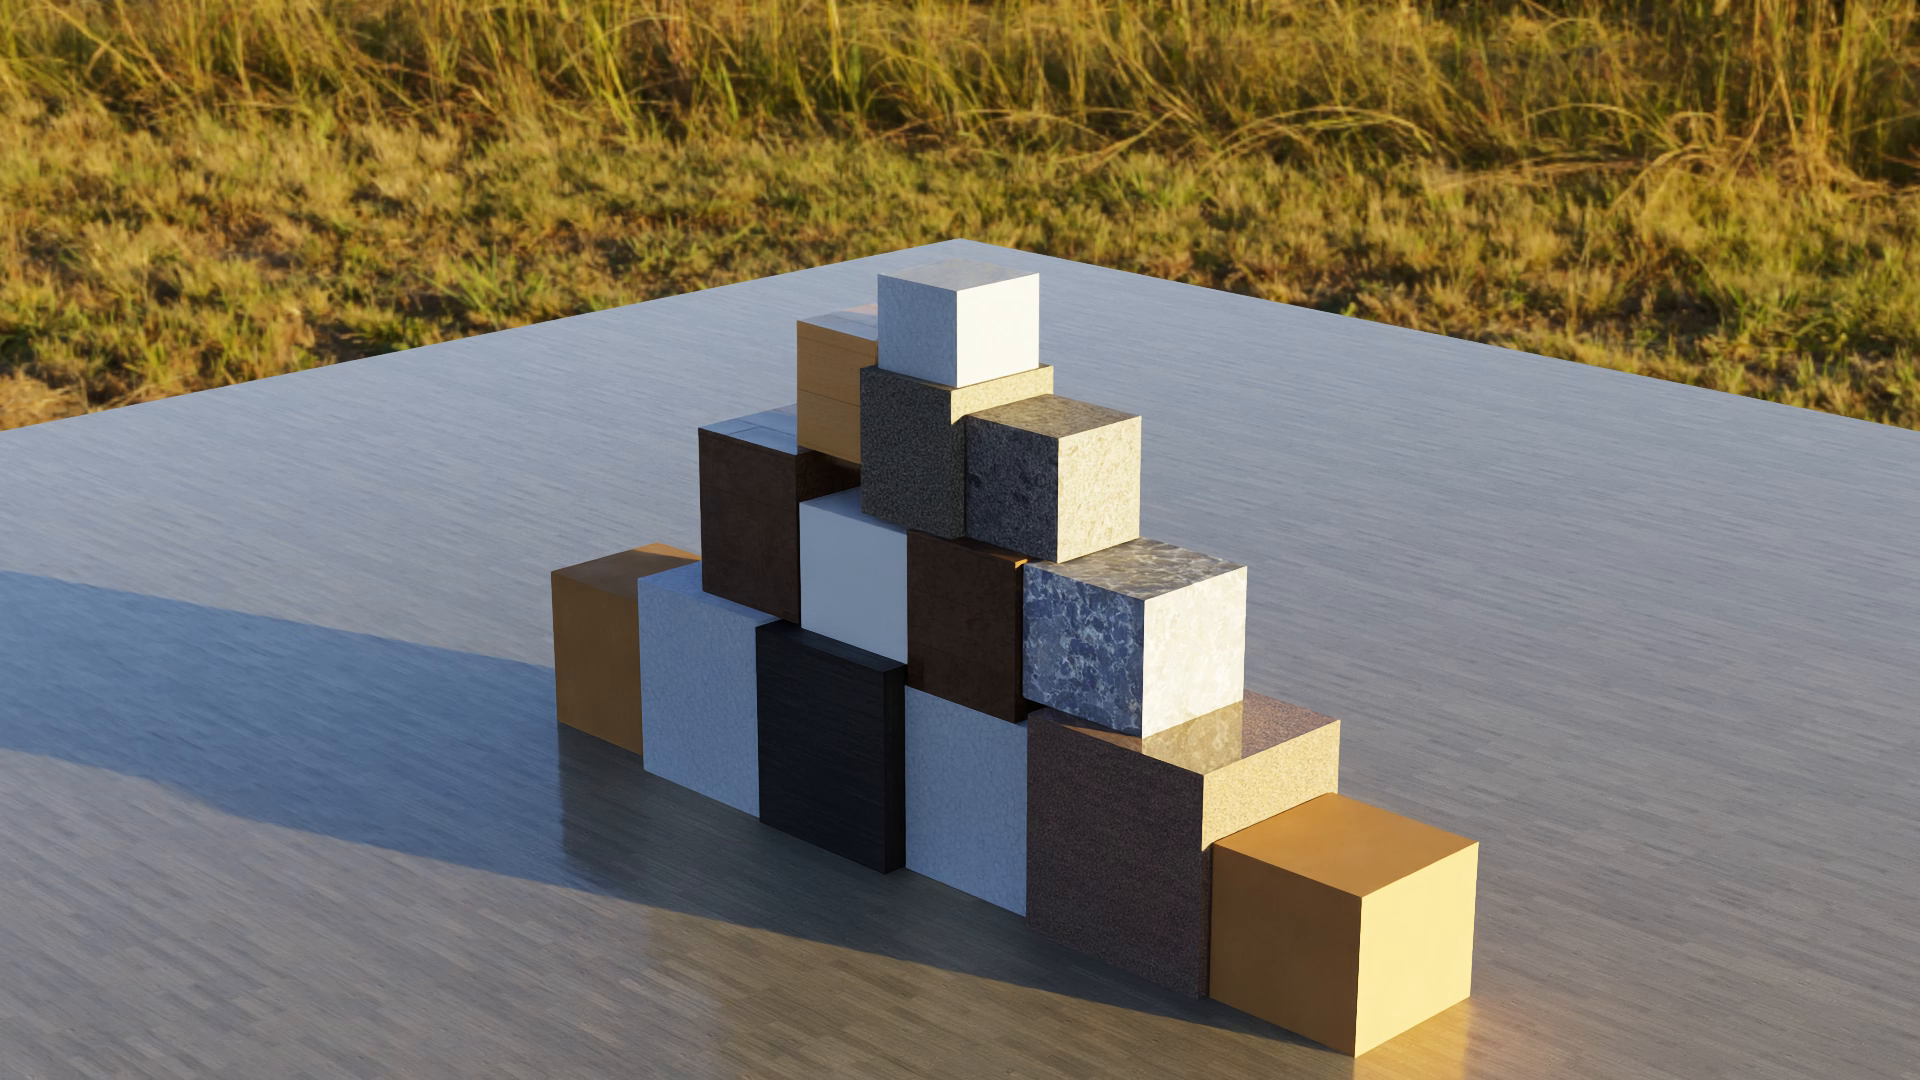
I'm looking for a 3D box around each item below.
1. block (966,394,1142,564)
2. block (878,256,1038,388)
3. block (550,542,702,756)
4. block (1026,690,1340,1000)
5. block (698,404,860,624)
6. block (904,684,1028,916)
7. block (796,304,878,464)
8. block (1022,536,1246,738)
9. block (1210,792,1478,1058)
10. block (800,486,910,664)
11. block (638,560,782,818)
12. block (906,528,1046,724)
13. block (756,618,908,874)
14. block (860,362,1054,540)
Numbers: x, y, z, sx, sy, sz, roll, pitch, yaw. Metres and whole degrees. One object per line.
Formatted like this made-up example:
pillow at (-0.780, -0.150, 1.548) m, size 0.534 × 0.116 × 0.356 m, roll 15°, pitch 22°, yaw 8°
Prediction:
block at (0.407, -0.278, 12.848) m, size 0.523 × 0.555 × 0.554 m, roll -17°, pitch 24°, yaw -42°
block at (-0.008, -0.973, 13.029) m, size 0.509 × 0.428 × 0.500 m, roll -17°, pitch 24°, yaw -42°
block at (-1.556, 0.567, 15.169) m, size 0.712 × 0.821 × 0.844 m, roll -17°, pitch 24°, yaw -42°
block at (0.958, 1.239, 12.713) m, size 0.895 × 1.012 × 0.993 m, roll -17°, pitch 24°, yaw -42°
block at (-0.758, -0.145, 14.079) m, size 0.693 × 0.822 × 0.691 m, roll -17°, pitch 24°, yaw -42°
block at (0.311, 1.096, 13.367) m, size 0.744 × 0.895 × 0.844 m, roll -17°, pitch 24°, yaw -42°
block at (-0.393, -0.719, 13.551) m, size 0.496 × 0.596 × 0.525 m, roll -17°, pitch 25°, yaw -42°
block at (0.751, 0.399, 12.683) m, size 0.658 × 0.610 × 0.698 m, roll -17°, pitch 24°, yaw -42°
block at (1.587, 1.577, 12.161) m, size 0.778 × 0.699 × 0.765 m, roll -17°, pitch 24°, yaw -42°
block at (-0.234, 0.121, 13.644) m, size 0.711 × 0.612 × 0.728 m, roll -17°, pitch 24°, yaw -42°
block at (-0.934, 0.667, 14.543) m, size 0.932 × 1.006 × 0.904 m, roll -17°, pitch 24°, yaw -42°
block at (0.256, 0.302, 13.163) m, size 0.723 × 0.741 × 0.671 m, roll -17°, pitch 24°, yaw -42°
block at (-0.293, 0.865, 13.946) m, size 1.017 × 0.988 × 0.870 m, roll -17°, pitch 24°, yaw -42°
block at (-0.015, -0.452, 13.206) m, size 0.644 × 0.672 × 0.580 m, roll -17°, pitch 24°, yaw -42°
